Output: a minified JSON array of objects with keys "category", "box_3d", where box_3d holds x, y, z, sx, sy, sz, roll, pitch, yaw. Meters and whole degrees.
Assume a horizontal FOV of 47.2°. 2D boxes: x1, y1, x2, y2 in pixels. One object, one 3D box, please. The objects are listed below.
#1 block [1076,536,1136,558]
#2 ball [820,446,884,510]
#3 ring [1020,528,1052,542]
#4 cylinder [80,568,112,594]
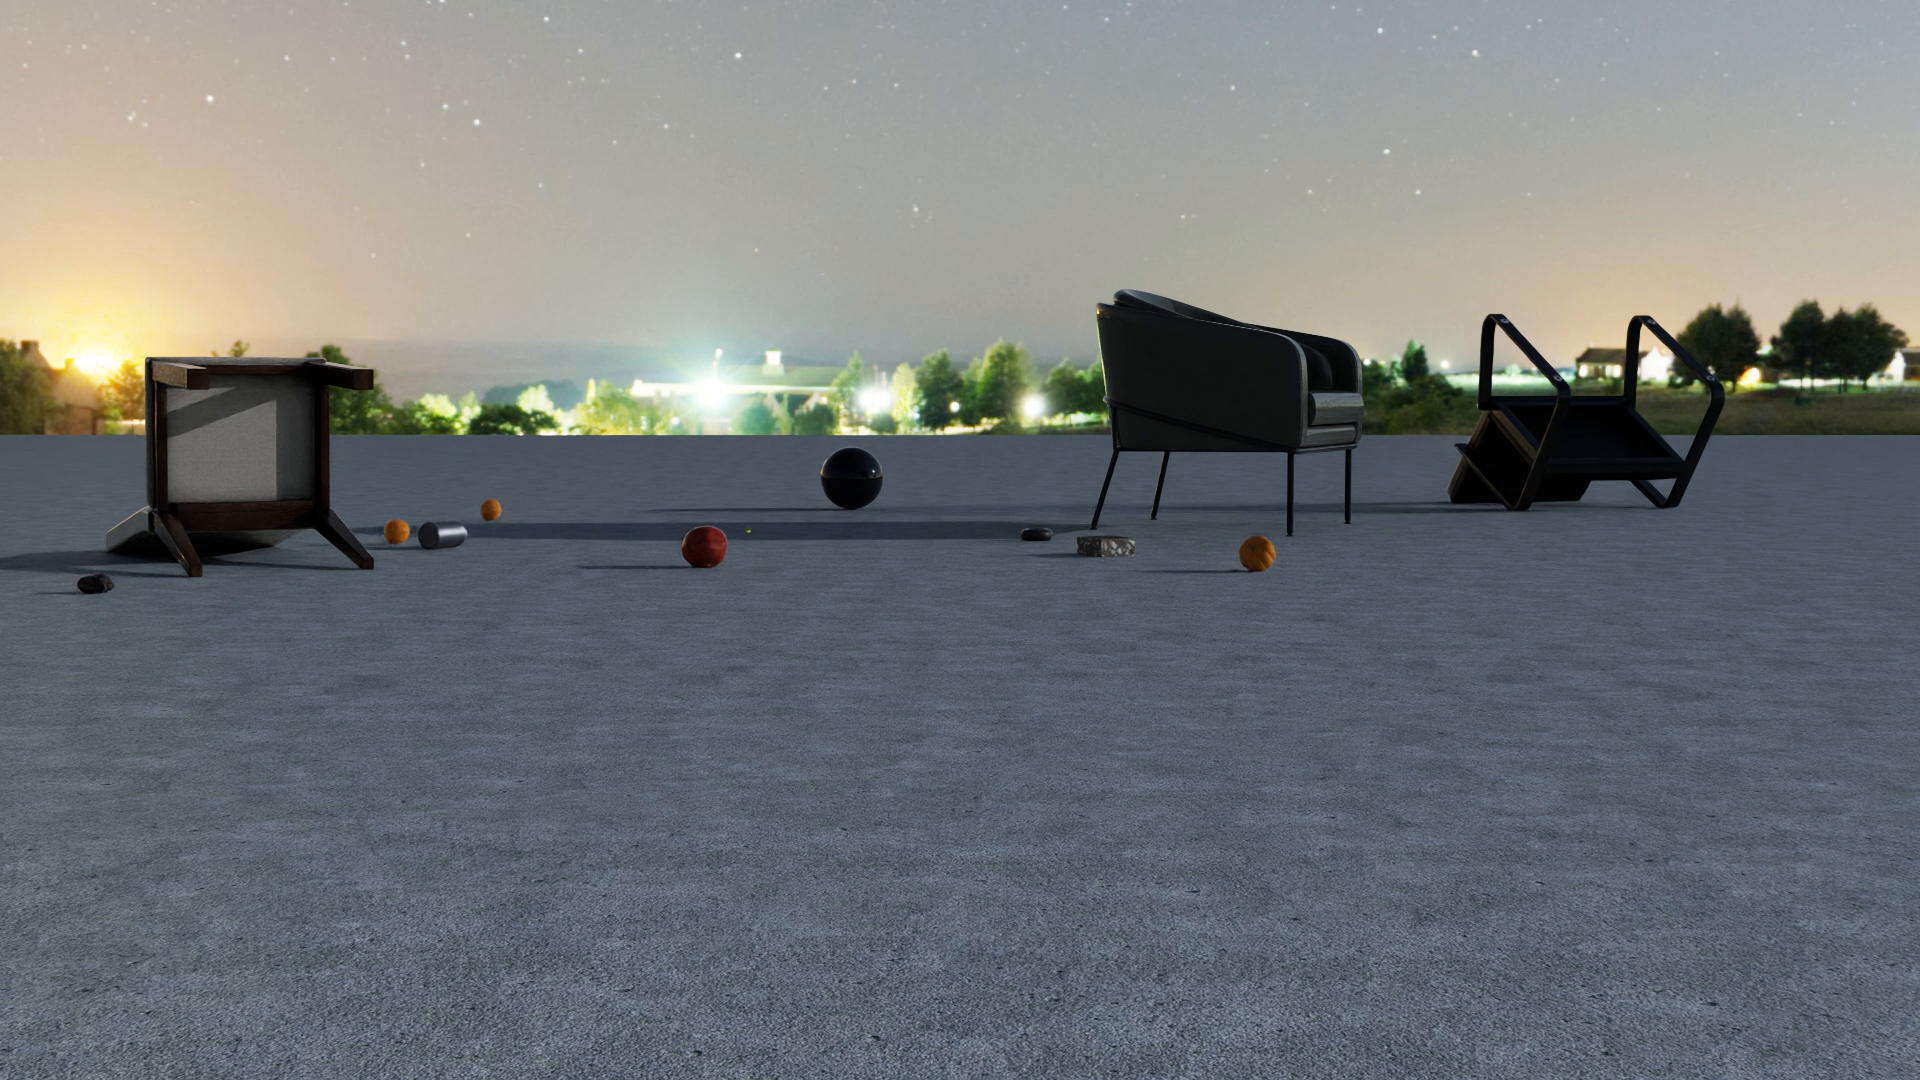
[{"category":"block","box_3d":[0.395,0.017,5.945,0.109,0.049,0.119,-2,5,-30]},{"category":"ball","box_3d":[-0.403,-0.231,8.201,0.234,0.234,0.234,0,4,0]},{"category":"ring","box_3d":[0.228,-0.016,6.529,0.101,0.035,0.085,-4,7,-37]},{"category":"cylinder","box_3d":[-1.905,0.097,4.846,0.059,0.037,0.071,23,20,-21]}]
